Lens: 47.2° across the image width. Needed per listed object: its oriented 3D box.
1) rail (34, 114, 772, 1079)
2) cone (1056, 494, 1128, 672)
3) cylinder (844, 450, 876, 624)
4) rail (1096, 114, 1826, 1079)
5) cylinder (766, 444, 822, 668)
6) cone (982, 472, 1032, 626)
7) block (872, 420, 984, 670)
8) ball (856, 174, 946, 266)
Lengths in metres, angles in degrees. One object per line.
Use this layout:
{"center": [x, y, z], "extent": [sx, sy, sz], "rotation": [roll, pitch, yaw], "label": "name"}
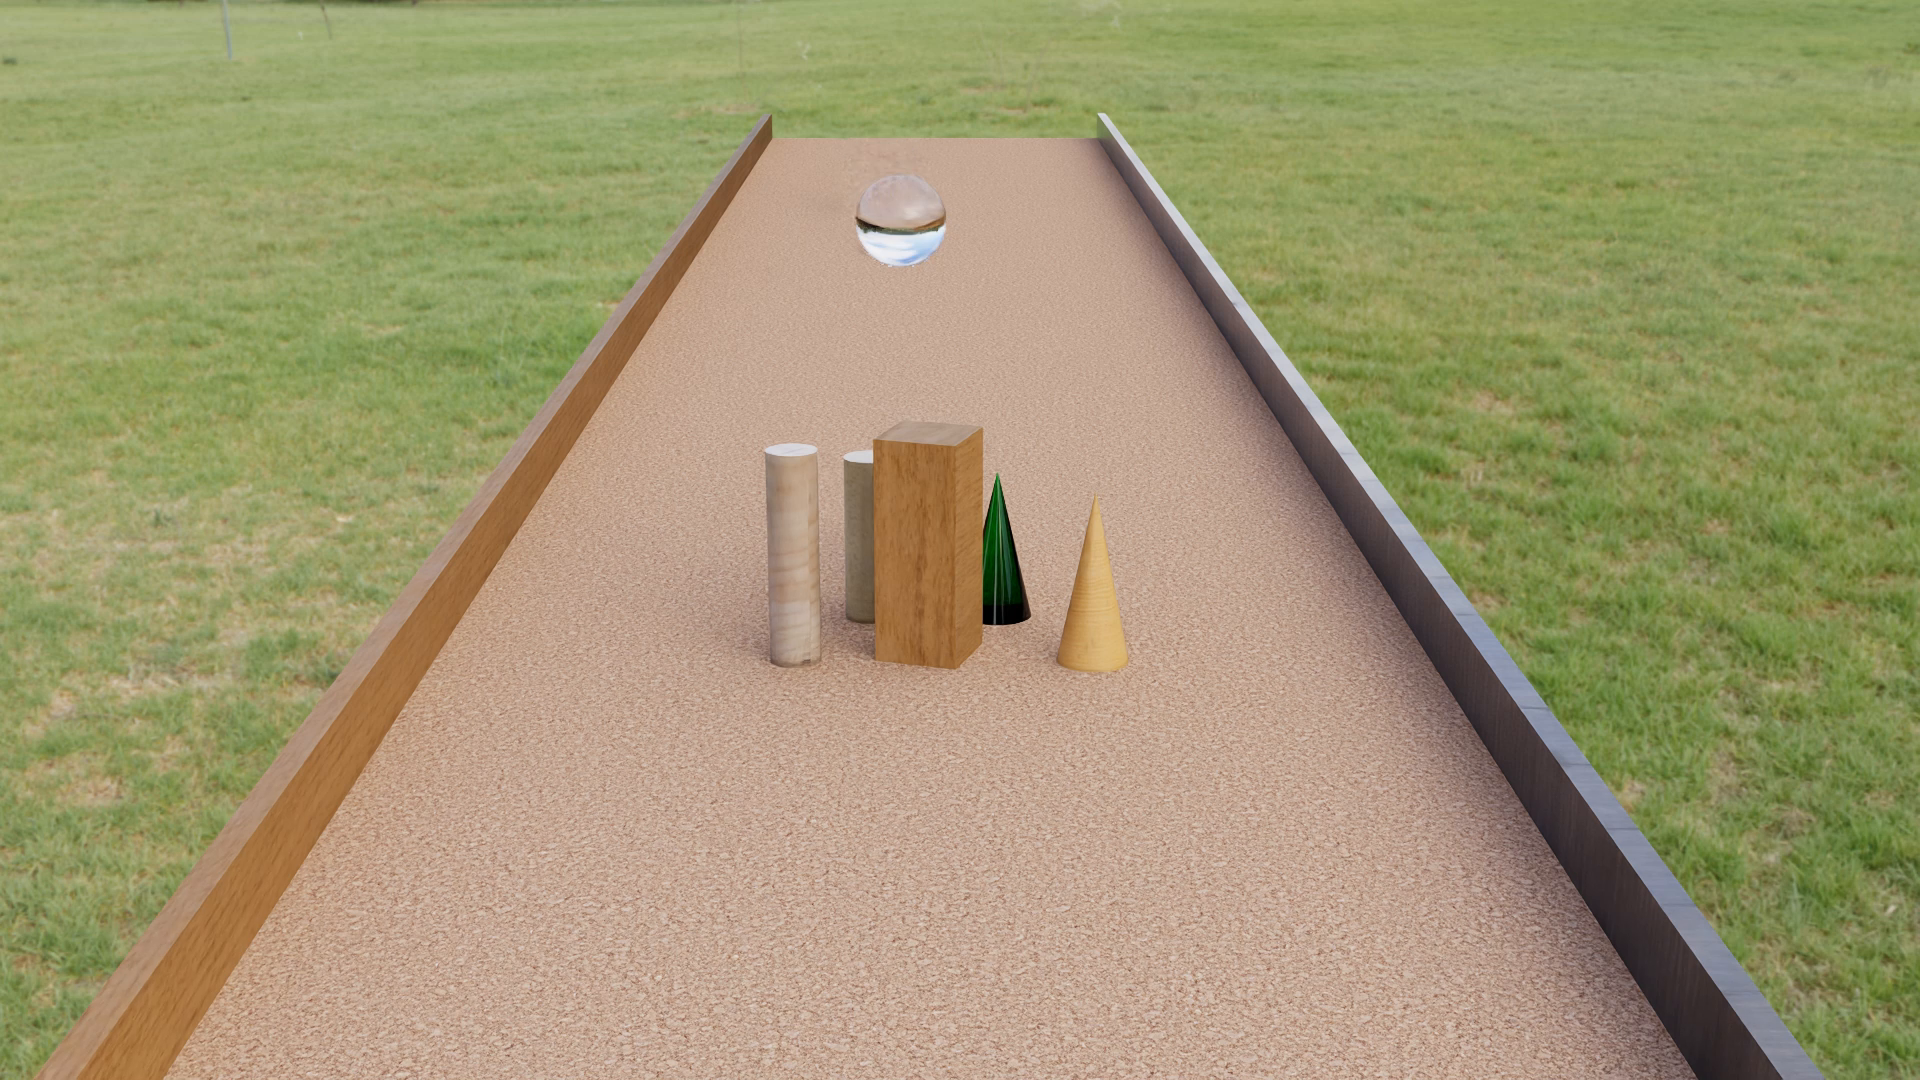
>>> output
{"center": [-1.118, -0.838, 7.780], "extent": [0.050, 0.150, 12.000], "rotation": [0, 17, -1], "label": "rail"}
{"center": [0.267, 0.071, 4.366], "extent": [0.146, 0.354, 0.146], "rotation": [0, 17, 0], "label": "cone"}
{"center": [-0.189, -0.006, 4.633], "extent": [0.108, 0.350, 0.108], "rotation": [0, 17, 0], "label": "cylinder"}
{"center": [0.932, -0.844, 7.801], "extent": [0.050, 0.150, 12.000], "rotation": [0, 17, -1], "label": "rail"}
{"center": [-0.330, 0.032, 4.357], "extent": [0.102, 0.434, 0.102], "rotation": [0, 17, 0], "label": "cylinder"}
{"center": [0.079, 0.006, 4.649], "extent": [0.148, 0.318, 0.148], "rotation": [0, 17, 0], "label": "cone"}
{"center": [-0.062, 0.008, 4.400], "extent": [0.170, 0.457, 0.170], "rotation": [6, 17, 18], "label": "block"}
{"center": [-0.240, -1.300, 8.943], "extent": [0.373, 0.373, 0.373], "rotation": [0, 17, 0], "label": "ball"}
